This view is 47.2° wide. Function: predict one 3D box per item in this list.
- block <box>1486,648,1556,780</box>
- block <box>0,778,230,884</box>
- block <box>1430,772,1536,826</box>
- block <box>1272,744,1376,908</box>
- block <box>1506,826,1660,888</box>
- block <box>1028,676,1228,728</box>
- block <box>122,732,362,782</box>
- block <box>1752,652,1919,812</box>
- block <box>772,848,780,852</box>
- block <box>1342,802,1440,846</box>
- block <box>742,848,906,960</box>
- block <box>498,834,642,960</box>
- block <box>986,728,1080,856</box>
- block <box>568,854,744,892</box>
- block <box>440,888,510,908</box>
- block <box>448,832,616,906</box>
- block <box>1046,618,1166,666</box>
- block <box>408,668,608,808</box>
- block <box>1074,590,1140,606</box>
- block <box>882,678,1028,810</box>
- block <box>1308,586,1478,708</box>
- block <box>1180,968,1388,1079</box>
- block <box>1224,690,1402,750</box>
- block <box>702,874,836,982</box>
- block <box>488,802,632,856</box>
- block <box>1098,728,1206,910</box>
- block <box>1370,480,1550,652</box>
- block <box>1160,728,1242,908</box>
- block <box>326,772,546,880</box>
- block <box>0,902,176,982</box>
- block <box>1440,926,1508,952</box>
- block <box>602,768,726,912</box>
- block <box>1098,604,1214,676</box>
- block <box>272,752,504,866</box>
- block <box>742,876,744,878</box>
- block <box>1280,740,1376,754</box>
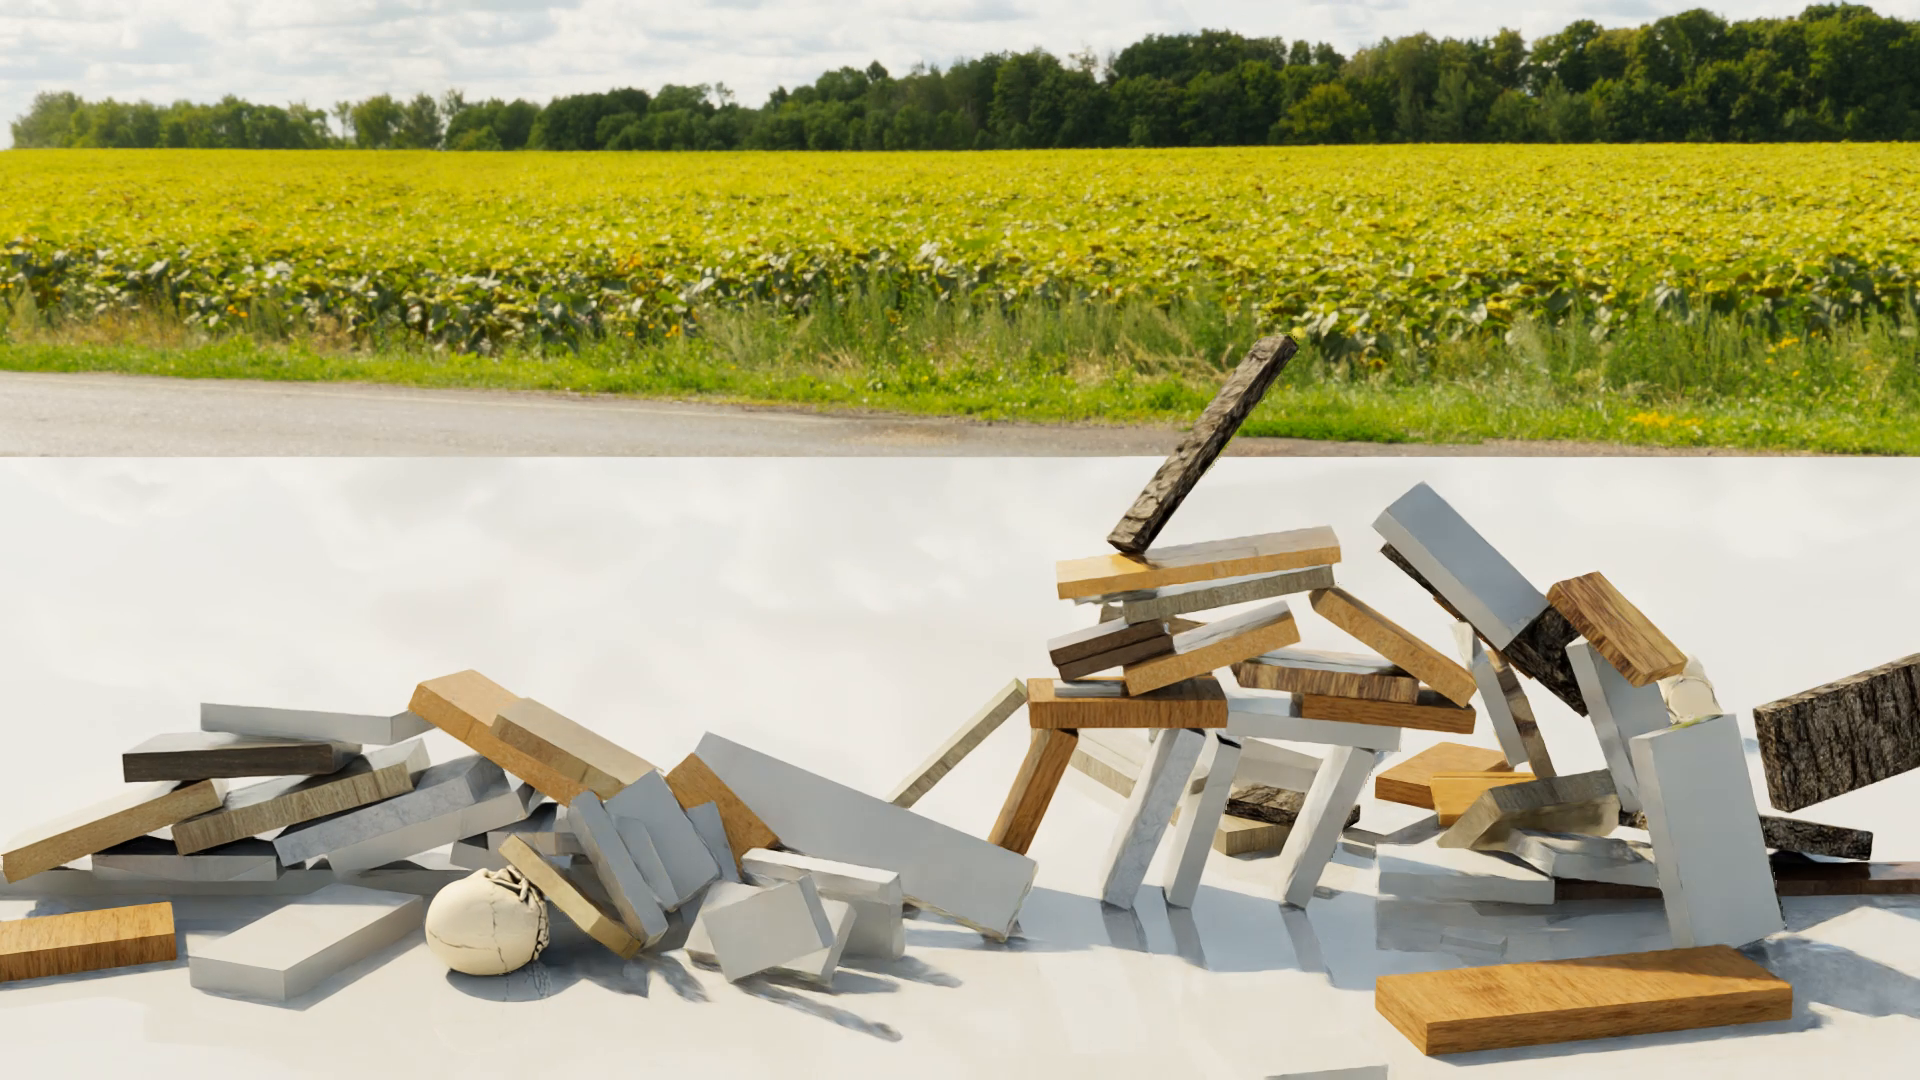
[{"bbox_3d":[0.933,0.293,3.669,0.033,0.233,0.117,-24,42,8],"label":"block"},{"bbox_3d":[-1.400,0.465,3.655,0.347,0.049,0.174,-20,10,-11],"label":"block"},{"bbox_3d":[0.986,0.478,4.059,0.217,0.031,0.108,0,39,0],"label":"block"},{"bbox_3d":[0.602,0.455,3.642,0.040,0.281,0.140,22,10,-3],"label":"block"},{"bbox_3d":[1.061,0.526,3.623,0.277,0.039,0.139,8,8,-17],"label":"block"},{"bbox_3d":[0.271,0.266,3.604,0.316,0.045,0.158,0,11,0],"label":"block"},{"bbox_3d":[-1.197,0.356,3.680,0.344,0.049,0.172,-3,6,0],"label":"block"},{"bbox_3d":[1.527,0.325,3.742,0.353,0.176,0.050,-16,7,-15],"label":"block"},{"bbox_3d":[-0.319,0.490,3.680,0.189,0.027,0.094,24,8,-6],"label":"block"},{"bbox_3d":[0.783,0.517,3.990,0.090,0.026,0.181,10,14,42],"label":"block"},{"bbox_3d":[-0.214,0.566,3.426,0.264,0.132,0.037,5,20,27],"label":"block"},{"bbox_3d":[-0.604,0.551,3.400,0.242,0.034,0.121,32,-13,37],"label":"block"},{"bbox_3d":[0.108,0.439,3.638,0.045,0.316,0.158,23,10,-4],"label":"block"},{"bbox_3d":[-0.499,0.540,3.644,0.284,0.040,0.142,12,10,-9],"label":"block"},{"bbox_3d":[-0.800,0.590,3.629,0.104,0.015,0.052,0,11,2],"label":"block"},{"bbox_3d":[-0.692,0.533,3.664,0.284,0.040,0.142,14,10,-2],"label":"block"},{"bbox_3d":[0.239,0.160,3.627,0.191,0.027,0.095,-17,8,2],"label":"block"},{"bbox_3d":[-0.734,0.333,3.686,0.346,0.049,0.173,29,13,14],"label":"block"},{"bbox_3d":[0.240,0.080,3.617,0.108,0.015,0.054,-13,18,6],"label":"block"},{"bbox_3d":[-0.060,0.394,3.647,0.445,0.027,0.095,-43,5,6],"label":"block"},{"bbox_3d":[0.704,0.164,3.590,0.287,0.041,0.144,33,10,-1],"label":"block"},{"bbox_3d":[0.439,0.684,3.031,0.172,0.049,0.345,-2,11,-12],"label":"block"},{"bbox_3d":[0.569,0.295,3.609,0.281,0.040,0.140,5,11,-1],"label":"block"},{"bbox_3d":[-0.283,0.573,3.241,0.212,0.106,0.030,-25,-5,37],"label":"block"},{"bbox_3d":[-0.613,0.473,3.607,0.284,0.040,0.142,-2,13,10],"label":"block"},{"bbox_3d":[0.316,0.439,3.638,0.045,0.316,0.158,22,10,-4],"label":"block"},{"bbox_3d":[0.811,0.039,3.557,0.286,0.041,0.143,46,41,12],"label":"block"},{"bbox_3d":[0.399,0.452,3.642,0.040,0.281,0.140,16,10,-2],"label":"block"},{"bbox_3d":[-0.862,0.464,3.663,0.346,0.049,0.173,-18,9,9],"label":"block"},{"bbox_3d":[-1.372,0.621,3.387,0.303,0.043,0.152,-4,11,-21],"label":"block"},{"bbox_3d":[0.805,0.625,3.444,0.094,0.013,0.047,6,12,27],"label":"block"},{"bbox_3d":[-0.466,0.471,3.457,0.102,0.204,0.029,-35,-21,-2],"label":"block"},{"bbox_3d":[0.336,0.177,3.766,0.206,0.029,0.103,10,51,7],"label":"block"},{"bbox_3d":[-0.951,0.443,3.668,0.346,0.049,0.173,-19,9,7],"label":"block"},{"bbox_3d":[-0.367,0.531,3.660,0.189,0.027,0.094,24,8,-7],"label":"block"},{"bbox_3d":[0.739,0.418,4.475,0.153,0.043,0.305,6,12,30],"label":"block"}]
